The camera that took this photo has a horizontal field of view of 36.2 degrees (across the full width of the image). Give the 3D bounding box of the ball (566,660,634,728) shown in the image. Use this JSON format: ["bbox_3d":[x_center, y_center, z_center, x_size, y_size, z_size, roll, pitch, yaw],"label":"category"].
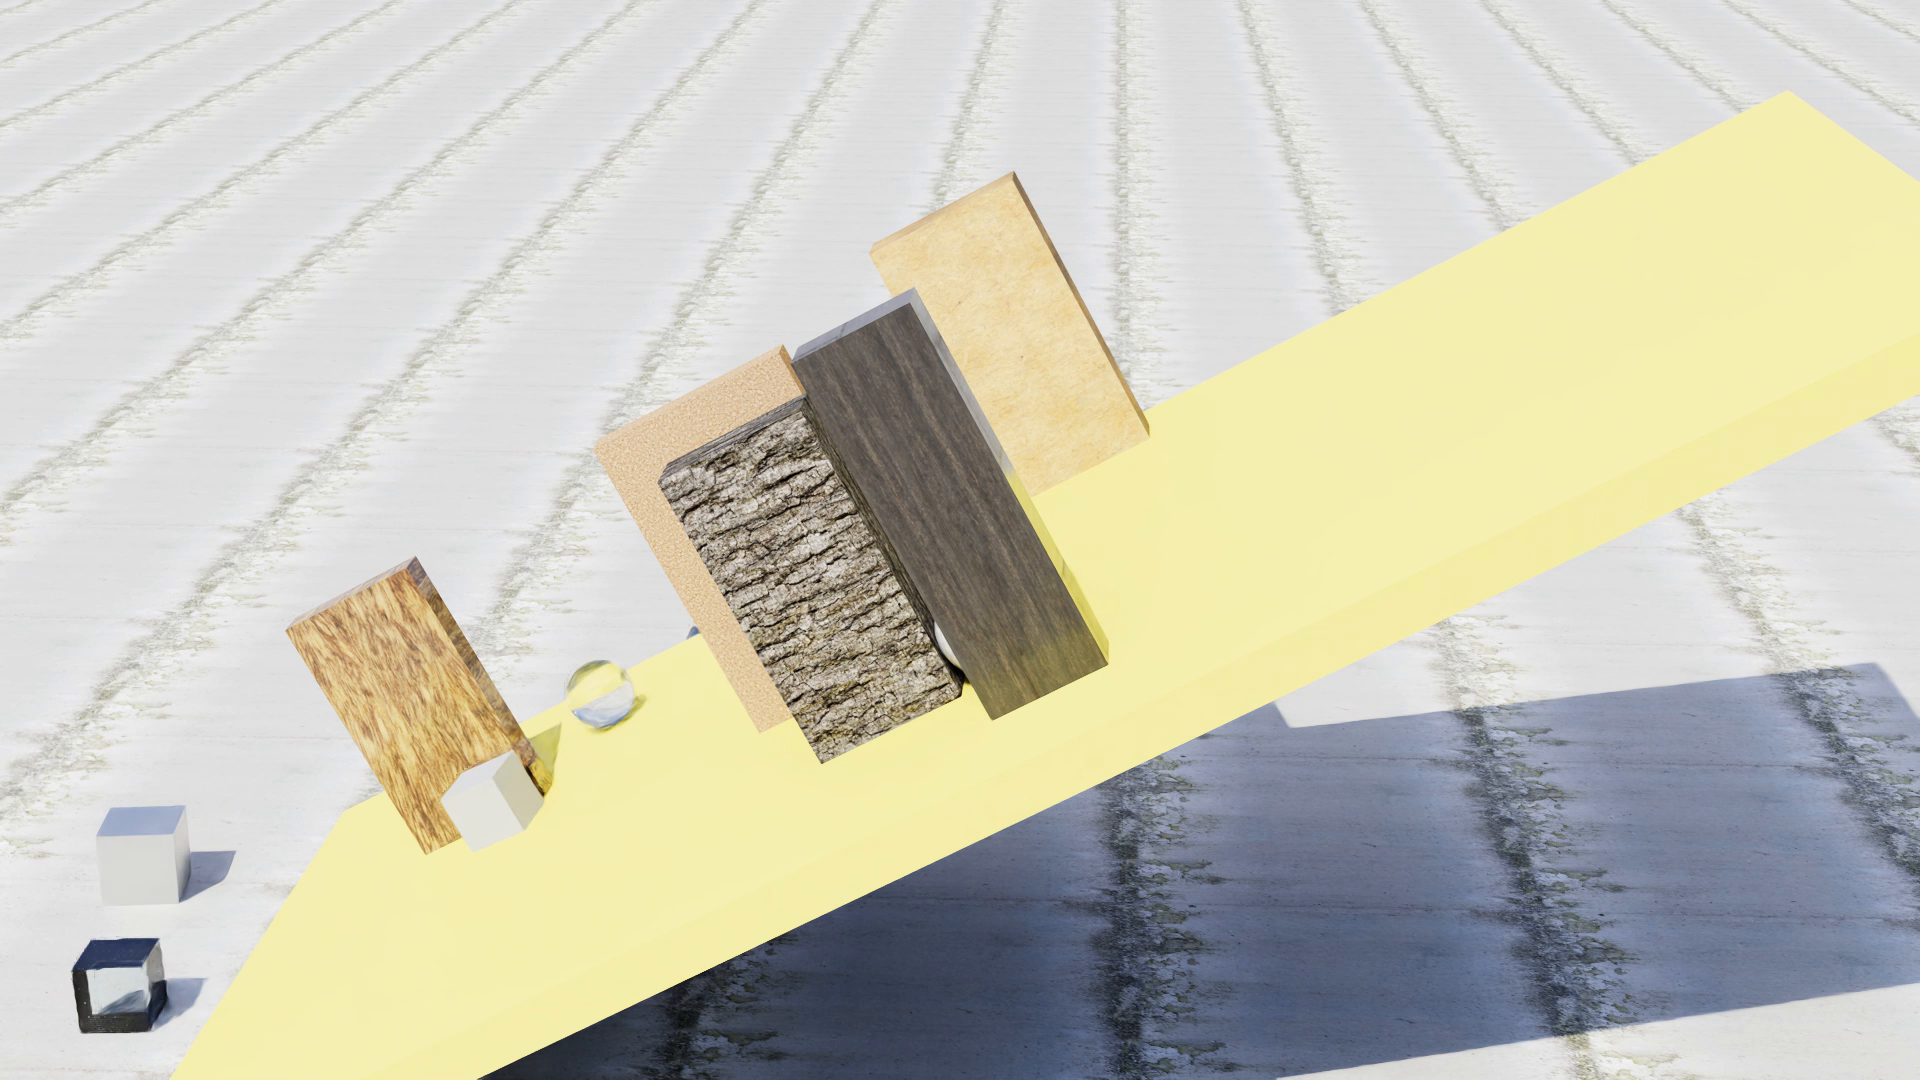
[{"bbox_3d":[-0.855,0.365,6.994,0.162,0.162,0.162,0,17,0],"label":"ball"}]

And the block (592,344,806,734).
[{"bbox_3d":[-0.400,0.003,6.228,0.448,0.715,0.082,-26,14,11],"label":"block"}]

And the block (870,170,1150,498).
[{"bbox_3d":[0.121,-0.468,6.915,0.375,0.692,0.125,-26,14,11],"label":"block"}]

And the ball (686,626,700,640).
[{"bbox_3d":[-0.741,0.322,8.813,0.170,0.170,0.170,0,17,0],"label":"ball"}]

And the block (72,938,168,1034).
[{"bbox_3d":[-1.897,1.006,6.644,0.156,0.156,0.156,-2,17,1],"label":"block"}]

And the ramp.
[{"bbox_3d":[0.141,0.167,6.281,4.000,0.100,2.000,-26,14,11],"label":"ramp"}]

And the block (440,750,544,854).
[{"bbox_3d":[-1.052,0.590,6.630,0.143,0.143,0.143,-24,15,20],"label":"block"}]

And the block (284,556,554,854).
[{"bbox_3d":[-1.234,0.382,6.732,0.325,0.618,0.091,-26,14,11],"label":"block"}]

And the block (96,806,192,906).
[{"bbox_3d":[-2.027,0.784,7.312,0.186,0.186,0.186,-1,17,-4],"label":"block"}]

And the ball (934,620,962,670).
[{"bbox_3d":[0.046,0.170,5.843,0.195,0.195,0.195,0,17,0],"label":"ball"}]

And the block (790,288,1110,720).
[{"bbox_3d":[-0.012,-0.064,5.547,0.251,0.789,0.132,-26,14,11],"label":"block"}]

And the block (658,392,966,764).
[{"bbox_3d":[-0.290,0.079,5.853,0.320,0.663,0.139,-26,14,11],"label":"block"}]
